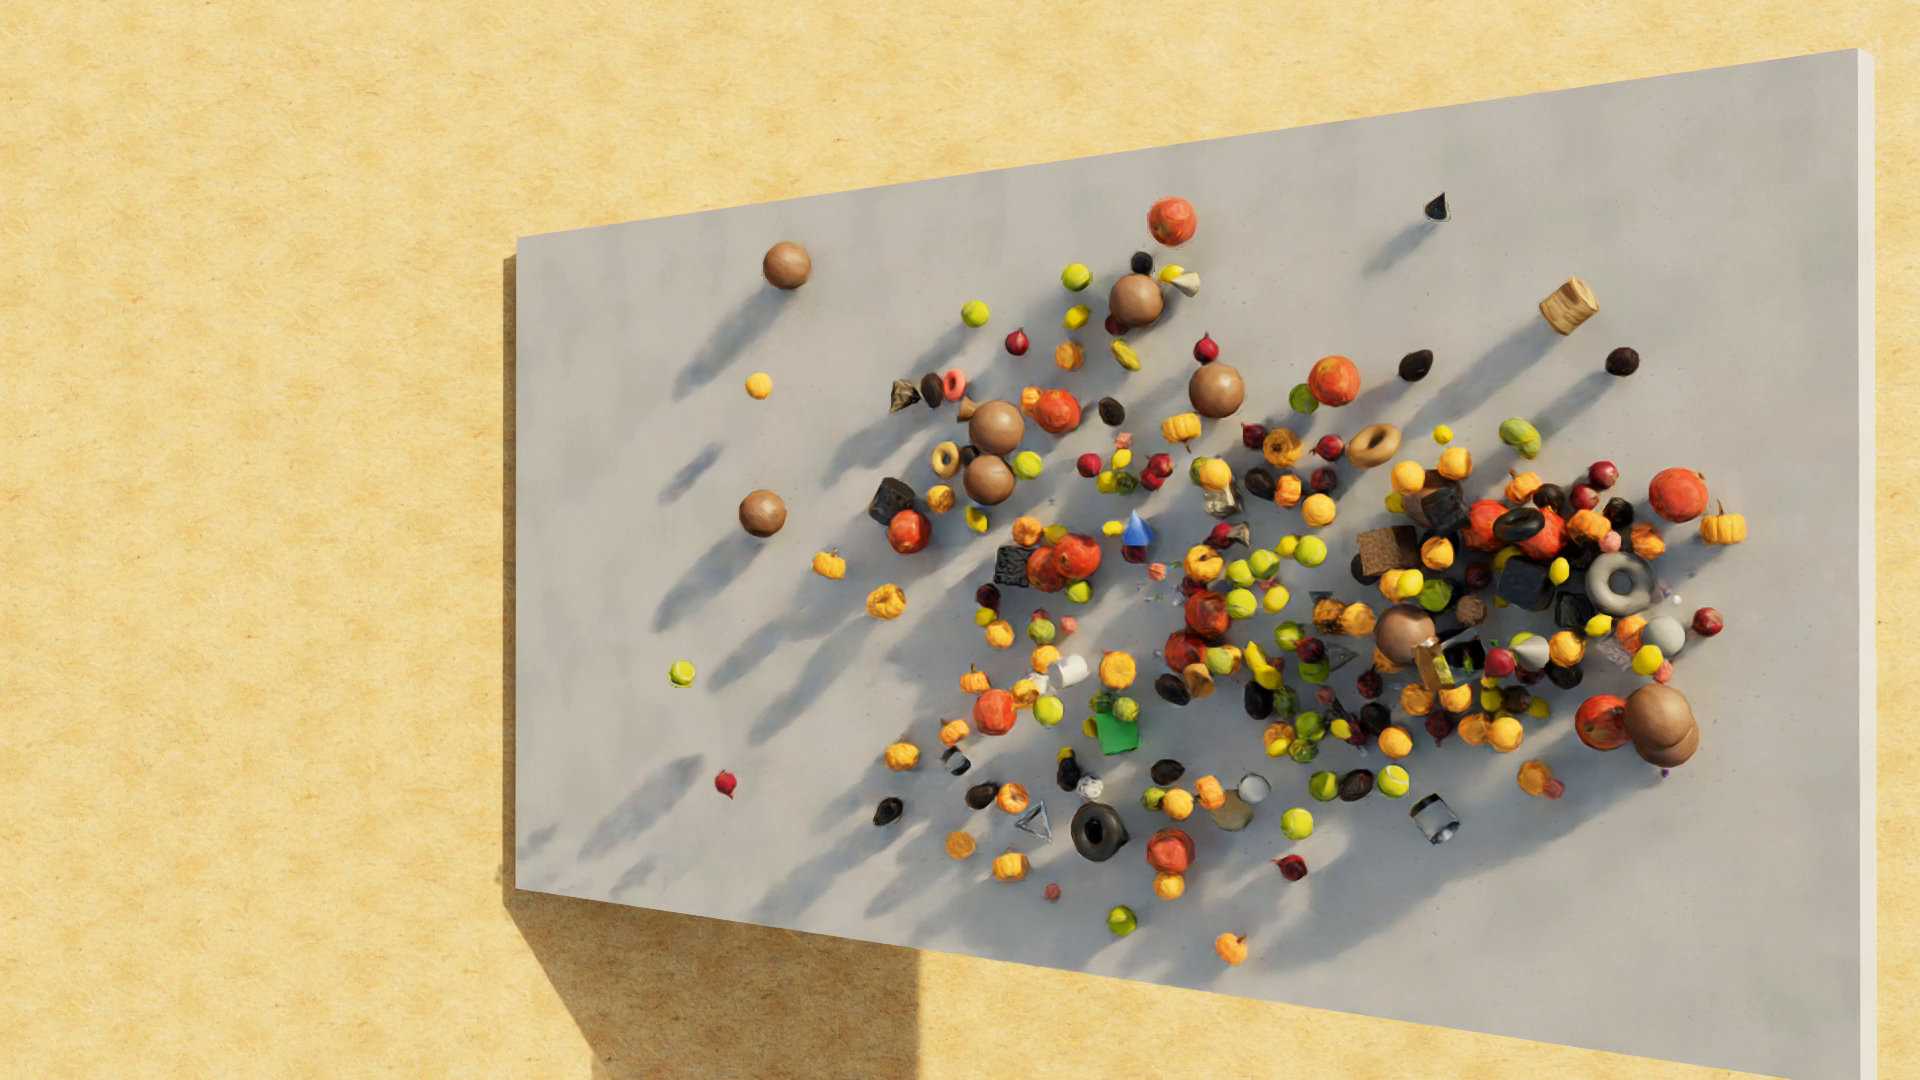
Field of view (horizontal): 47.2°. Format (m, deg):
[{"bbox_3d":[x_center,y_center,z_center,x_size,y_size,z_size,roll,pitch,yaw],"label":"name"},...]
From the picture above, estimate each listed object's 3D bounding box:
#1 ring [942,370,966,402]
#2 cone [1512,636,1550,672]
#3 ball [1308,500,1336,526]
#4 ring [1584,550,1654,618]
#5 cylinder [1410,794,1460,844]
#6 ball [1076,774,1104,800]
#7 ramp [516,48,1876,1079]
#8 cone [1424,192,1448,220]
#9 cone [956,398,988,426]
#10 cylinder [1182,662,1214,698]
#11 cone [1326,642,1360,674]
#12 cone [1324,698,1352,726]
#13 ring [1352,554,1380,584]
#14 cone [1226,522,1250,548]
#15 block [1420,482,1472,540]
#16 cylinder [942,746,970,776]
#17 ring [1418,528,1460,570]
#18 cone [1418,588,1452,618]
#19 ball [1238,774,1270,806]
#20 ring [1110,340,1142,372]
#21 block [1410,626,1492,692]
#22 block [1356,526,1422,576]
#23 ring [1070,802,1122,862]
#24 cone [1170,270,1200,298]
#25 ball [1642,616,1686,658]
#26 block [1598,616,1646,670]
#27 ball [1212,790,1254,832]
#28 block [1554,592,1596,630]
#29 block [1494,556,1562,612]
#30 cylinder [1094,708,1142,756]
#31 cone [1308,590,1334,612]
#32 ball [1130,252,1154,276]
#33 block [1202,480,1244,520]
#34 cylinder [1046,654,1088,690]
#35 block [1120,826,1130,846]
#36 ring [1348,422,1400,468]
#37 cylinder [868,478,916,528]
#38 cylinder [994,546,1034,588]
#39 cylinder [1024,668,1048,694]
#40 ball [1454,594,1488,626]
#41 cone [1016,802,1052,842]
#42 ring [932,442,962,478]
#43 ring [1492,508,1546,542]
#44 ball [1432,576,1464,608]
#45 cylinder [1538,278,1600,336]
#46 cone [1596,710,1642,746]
[{"bbox_3d":[-0.015,-0.397,5.629,0.028,0.083,0.083,8,90,-38],"label":"ring"},{"bbox_3d":[1.120,0.219,4.372,0.074,0.074,0.074,14,90,-38],"label":"cone"},{"bbox_3d":[0.812,-0.060,4.930,0.062,0.062,0.062,0,90,0],"label":"ball"},{"bbox_3d":[1.341,0.088,4.471,0.141,0.047,0.141,0,88,6],"label":"ring"},{"bbox_3d":[1.023,0.602,4.737,0.077,0.077,0.077,-35,56,0],"label":"cylinder"},{"bbox_3d":[0.316,0.598,5.332,0.065,0.065,0.065,0,90,0],"label":"ball"},{"bbox_3d":[0.212,0.062,5.527,4.000,0.100,2.000,0,90,39],"label":"ramp"},{"bbox_3d":[1.035,-0.729,4.742,0.055,0.055,0.055,5,49,-6],"label":"cone"},{"bbox_3d":[0.040,-0.321,5.586,0.072,0.072,0.072,8,90,23],"label":"cone"},{"bbox_3d":[0.545,0.321,5.018,0.058,0.058,0.058,-20,48,0],"label":"cylinder"},{"bbox_3d":[0.842,0.253,4.814,0.071,0.071,0.071,-8,90,9],"label":"cone"},{"bbox_3d":[0.843,0.378,4.922,0.059,0.059,0.059,0,58,0],"label":"cone"},{"bbox_3d":[0.902,0.062,4.879,0.075,0.025,0.075,1,91,39],"label":"ring"},{"bbox_3d":[0.653,-0.003,5.057,0.057,0.057,0.057,-37,106,0],"label":"cone"},{"bbox_3d":[1.021,-0.062,4.619,0.073,0.073,0.073,-31,106,19],"label":"block"},{"bbox_3d":[-0.010,0.563,5.601,0.054,0.054,0.054,-42,48,0],"label":"cylinder"},{"bbox_3d":[1.033,0.015,4.747,0.035,0.104,0.104,24,90,-33],"label":"ring"},{"bbox_3d":[1.035,0.145,4.765,0.072,0.072,0.072,12,90,12],"label":"cone"},{"bbox_3d":[0.661,0.560,4.936,0.070,0.070,0.070,0,90,0],"label":"ball"},{"bbox_3d":[0.396,-0.440,5.255,0.031,0.093,0.093,-42,90,17],"label":"ring"},{"bbox_3d":[1.012,0.246,4.533,0.098,0.098,0.098,-22,93,-26],"label":"block"},{"bbox_3d":[0.938,0.023,4.804,0.092,0.092,0.092,-16,80,41],"label":"block"},{"bbox_3d":[0.326,0.696,5.248,0.143,0.048,0.143,-1,88,40],"label":"ring"},{"bbox_3d":[0.517,-0.605,5.160,0.065,0.065,0.065,6,90,-28],"label":"cone"},{"bbox_3d":[1.378,0.190,4.310,0.082,0.082,0.082,0,90,0],"label":"ball"},{"bbox_3d":[1.350,0.209,4.450,0.070,0.070,0.070,44,77,9],"label":"block"},{"bbox_3d":[0.626,0.622,5.057,0.096,0.096,0.096,0,90,0],"label":"ball"},{"bbox_3d":[1.268,0.145,4.533,0.067,0.067,0.067,4,95,4],"label":"block"},{"bbox_3d":[1.174,0.089,4.540,0.086,0.086,0.086,27,108,35],"label":"block"},{"bbox_3d":[0.378,0.459,5.262,0.095,0.095,0.095,-11,80,0],"label":"cylinder"},{"bbox_3d":[0.819,0.127,4.947,0.053,0.053,0.053,-29,90,8],"label":"cone"},{"bbox_3d":[0.434,-0.660,5.248,0.056,0.056,0.056,0,90,0],"label":"ball"},{"bbox_3d":[0.609,-0.093,5.089,0.063,0.063,0.063,-24,64,36],"label":"block"},{"bbox_3d":[0.254,0.312,5.206,0.070,0.070,0.070,-17,90,-28],"label":"cylinder"},{"bbox_3d":[0.355,0.713,5.298,0.066,0.066,0.066,-44,63,30],"label":"block"},{"bbox_3d":[0.909,-0.207,4.828,0.125,0.125,0.042,-38,120,0],"label":"ring"},{"bbox_3d":[-0.179,-0.098,5.725,0.094,0.094,0.094,30,113,0],"label":"cylinder"},{"bbox_3d":[0.133,0.065,5.451,0.090,0.090,0.090,8,94,0],"label":"cylinder"},{"bbox_3d":[0.190,0.350,5.435,0.051,0.051,0.051,11,96,0],"label":"cylinder"},{"bbox_3d":[1.088,0.151,4.689,0.069,0.069,0.069,0,90,0],"label":"ball"},{"bbox_3d":[0.199,0.713,5.441,0.089,0.089,0.089,-40,93,0],"label":"cone"},{"bbox_3d":[-0.034,-0.206,5.646,0.095,0.032,0.095,-1,88,38],"label":"ring"},{"bbox_3d":[1.135,-0.031,4.466,0.109,0.109,0.036,-21,109,0],"label":"ring"},{"bbox_3d":[1.050,0.112,4.730,0.066,0.066,0.066,0,90,0],"label":"ball"},{"bbox_3d":[1.259,-0.482,4.545,0.087,0.087,0.087,49,120,0],"label":"cylinder"},{"bbox_3d":[1.354,0.370,4.492,0.082,0.082,0.082,-22,90,9],"label":"cone"}]
